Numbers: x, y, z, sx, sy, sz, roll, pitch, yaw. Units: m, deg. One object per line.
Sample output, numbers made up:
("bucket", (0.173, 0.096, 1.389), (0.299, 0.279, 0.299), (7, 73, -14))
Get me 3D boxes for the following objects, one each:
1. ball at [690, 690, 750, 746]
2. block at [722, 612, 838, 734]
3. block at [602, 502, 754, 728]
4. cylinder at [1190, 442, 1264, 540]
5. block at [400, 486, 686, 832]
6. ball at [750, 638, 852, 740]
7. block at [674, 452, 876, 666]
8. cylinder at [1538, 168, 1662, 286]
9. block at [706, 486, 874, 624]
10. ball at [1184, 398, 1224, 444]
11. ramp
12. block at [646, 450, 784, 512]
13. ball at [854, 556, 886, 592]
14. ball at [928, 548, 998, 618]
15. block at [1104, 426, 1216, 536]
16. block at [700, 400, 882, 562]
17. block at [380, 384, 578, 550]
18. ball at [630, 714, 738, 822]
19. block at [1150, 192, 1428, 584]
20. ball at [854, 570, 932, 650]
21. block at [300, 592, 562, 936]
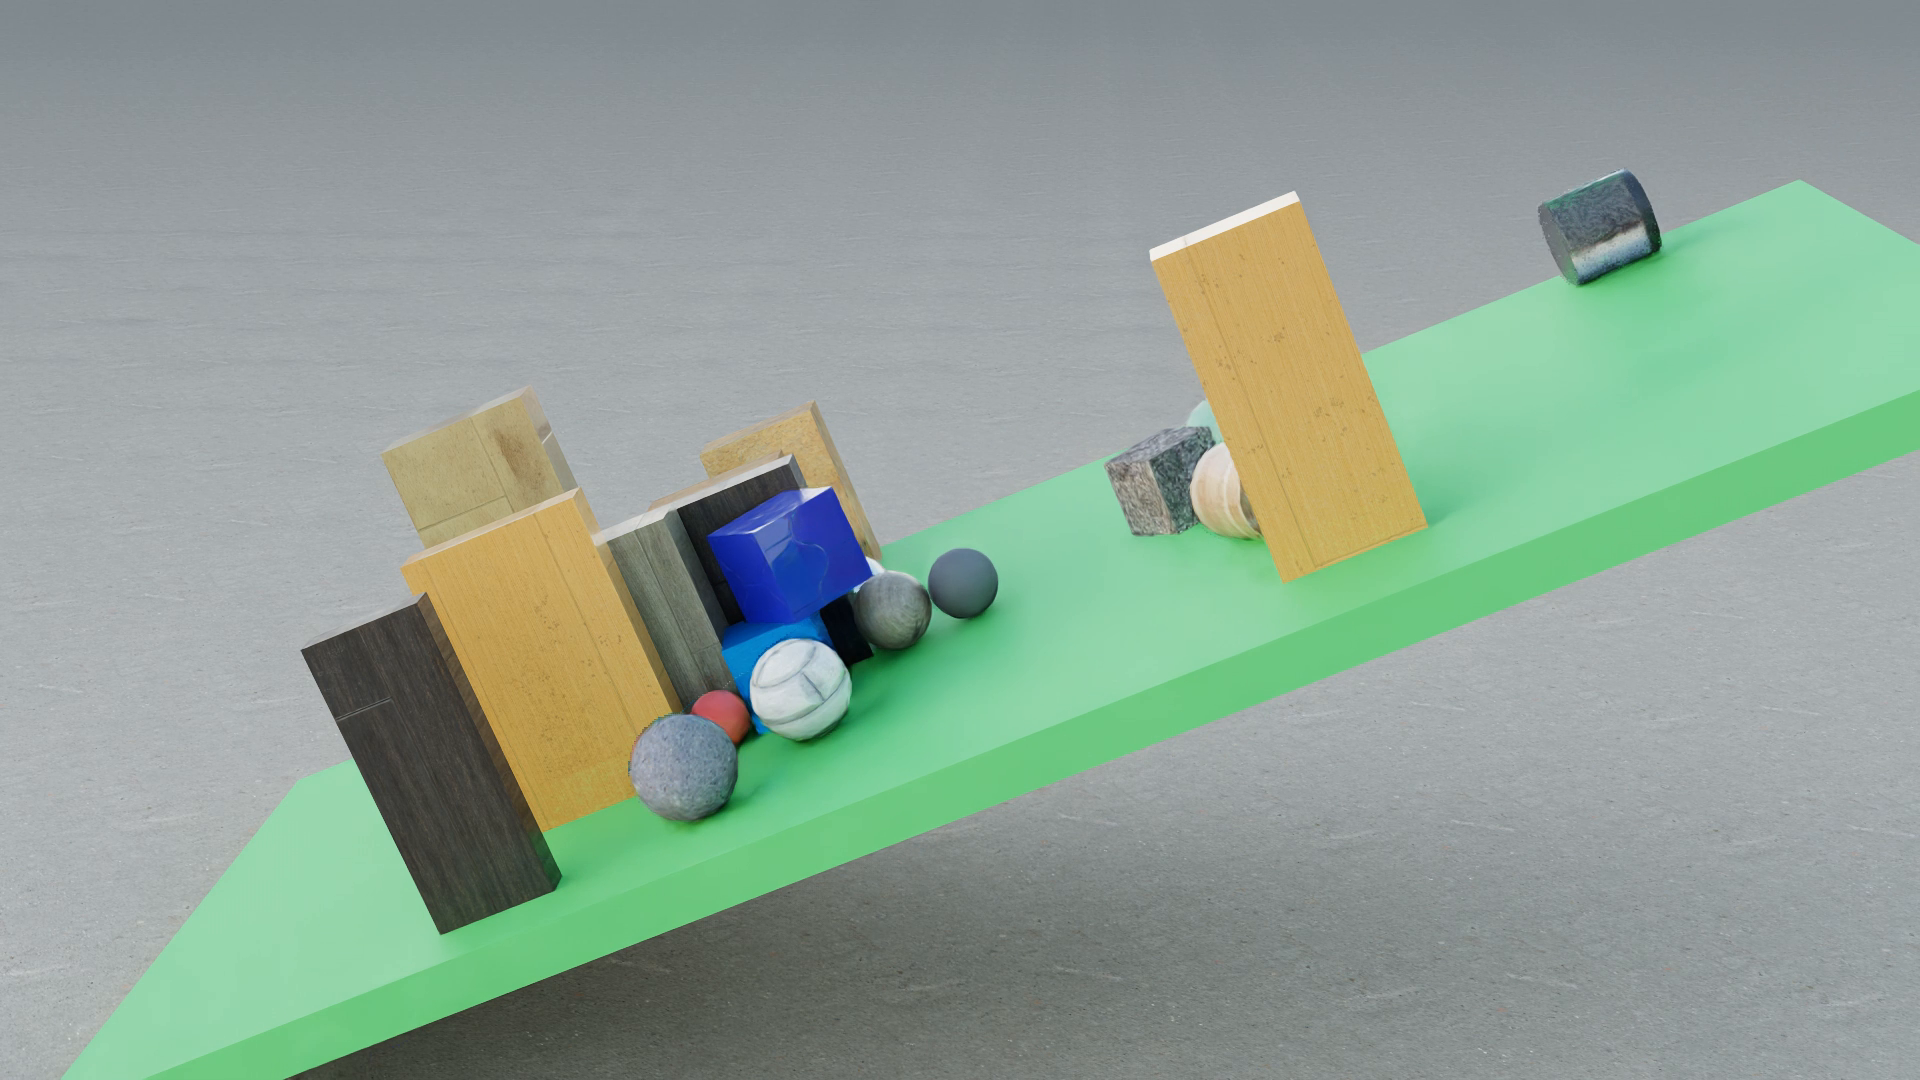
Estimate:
("ball", (-0.495, 0.371, 6.059), (0.124, 0.124, 0.124), (0, 14, 0))
("block", (-0.365, 0.257, 6.134), (0.195, 0.195, 0.195), (-23, 12, 3))
("block", (-0.714, 0.233, 6.205), (0.434, 0.480, 0.146), (-22, 12, 8))
("cylinder", (0.594, -0.099, 5.873), (0.197, 0.197, 0.197), (-7, 5, -24))
("block", (-0.827, 0.252, 6.002), (0.385, 0.620, 0.096), (-22, 12, 8))
("ball", (-0.318, 0.297, 5.859), (0.204, 0.204, 0.204), (0, 14, 0))
("block", (-0.464, 0.108, 6.327), (0.421, 0.457, 0.101), (-22, 12, 8))
("cylinder", (1.493, -0.729, 6.865), (0.210, 0.210, 0.210), (-23, 15, 1))
("block", (-0.353, 0.034, 6.096), (0.208, 0.208, 0.208), (-32, 15, -29))
("ball", (0.585, -0.220, 6.399), (0.200, 0.200, 0.200), (0, 14, 0))
("ramp", (0.128, 0.172, 6.287), (4.000, 0.100, 2.000), (-22, 12, 8))
("block", (-0.465, 0.060, 6.600), (0.318, 0.428, 0.108), (-22, 12, 8))
("ball", (-0.233, 0.125, 6.469), (0.185, 0.185, 0.185), (0, 14, 0))
("ball", (0.006, 0.092, 6.256), (0.151, 0.151, 0.151), (0, 14, 0))
("block", (0.452, -0.126, 6.305), (0.174, 0.174, 0.174), (-30, 14, -27))
("block", (-0.407, -0.084, 7.122), (0.290, 0.418, 0.128), (-22, 12, 8))
("block", (-1.035, 0.049, 6.958), (0.361, 0.739, 0.140), (-22, 12, 8))
("ball", (-0.529, 0.437, 5.648), (0.207, 0.207, 0.207), (0, 14, 0))
("block", (0.617, -0.285, 5.522), (0.292, 0.664, 0.136), (-22, 12, 8))
("ball", (-0.143, 0.149, 6.248), (0.168, 0.168, 0.168), (0, 14, 0))
("block", (-1.002, 0.427, 5.593), (0.243, 0.615, 0.081), (-22, 12, 8))
